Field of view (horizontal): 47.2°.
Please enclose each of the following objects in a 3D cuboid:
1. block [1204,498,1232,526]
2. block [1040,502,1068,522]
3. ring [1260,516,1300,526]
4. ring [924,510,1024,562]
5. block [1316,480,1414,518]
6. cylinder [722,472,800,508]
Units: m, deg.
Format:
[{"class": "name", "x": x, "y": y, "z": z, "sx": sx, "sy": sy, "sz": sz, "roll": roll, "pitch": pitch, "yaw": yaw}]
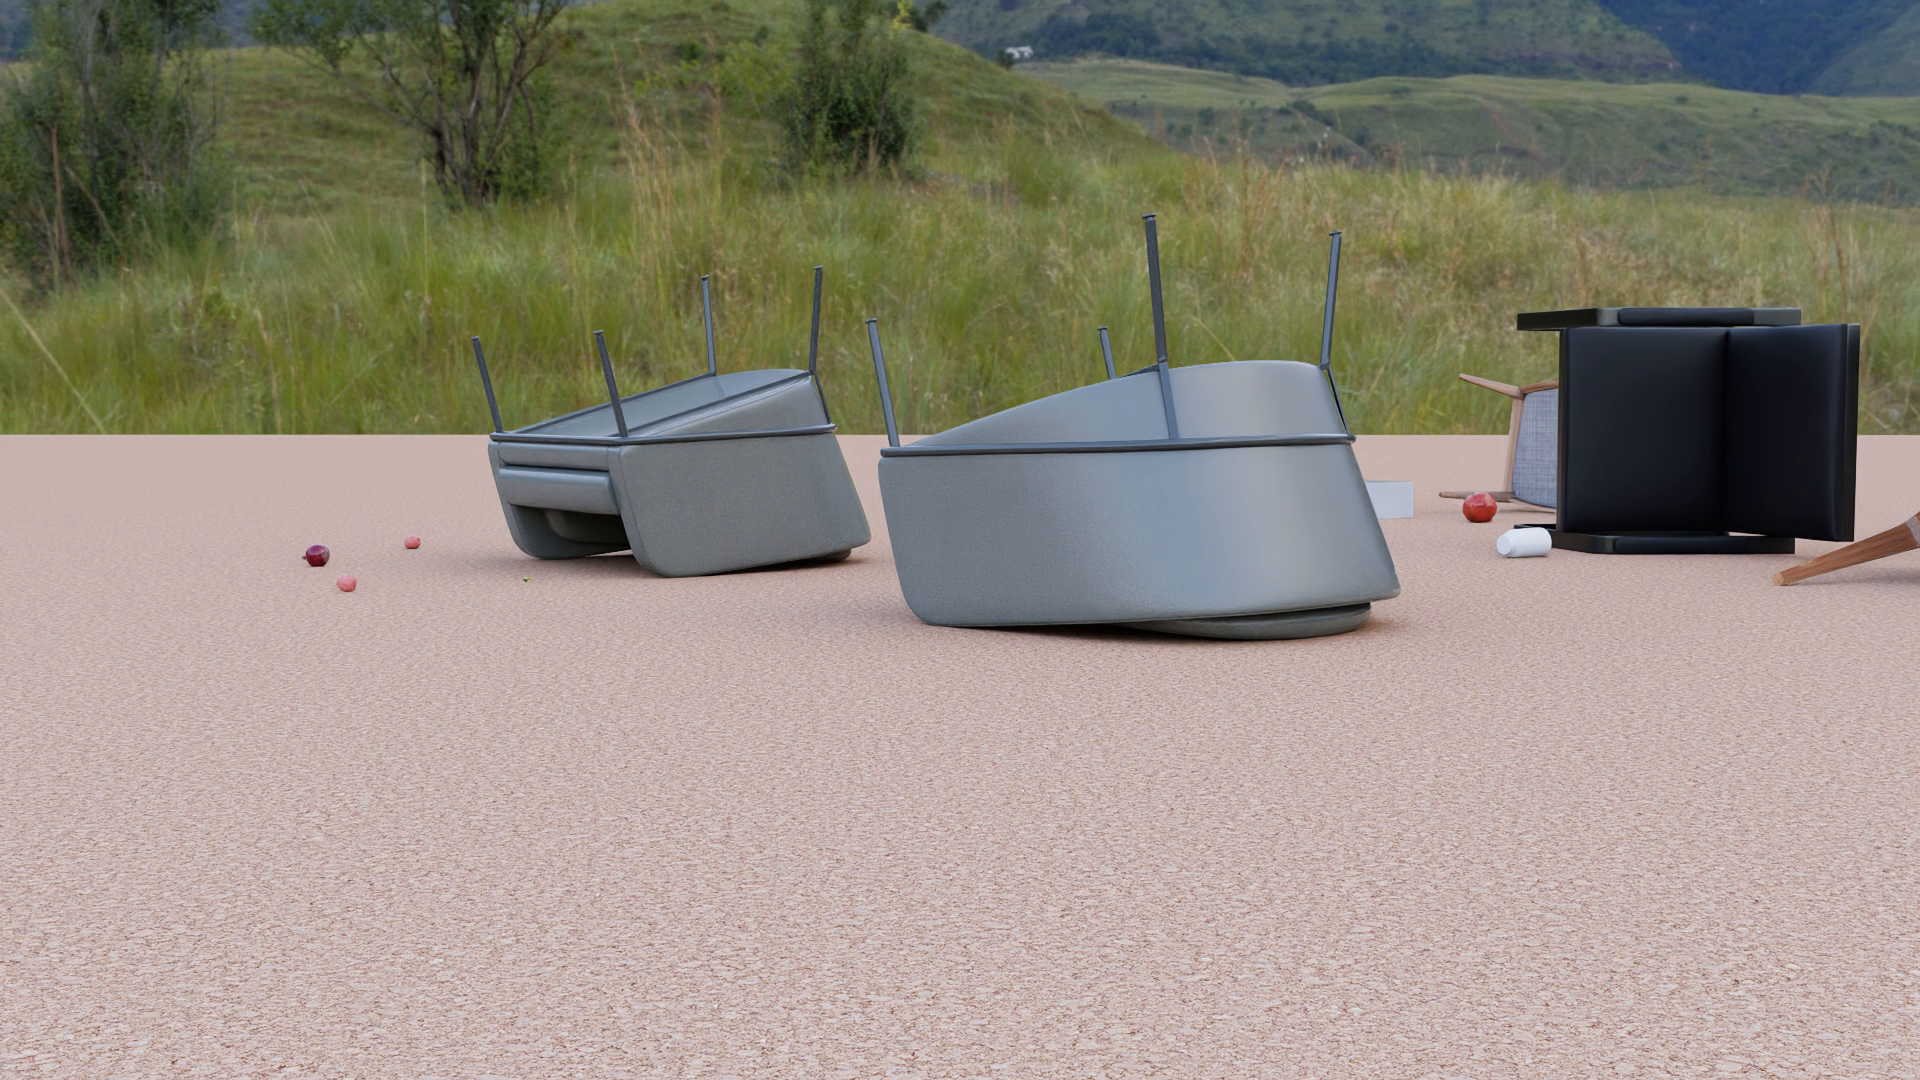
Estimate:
[{"class": "block", "x": 0.860, "y": -0.094, "z": 7.322, "sx": 0.055, "sy": 0.081, "sz": 0.125, "roll": 2, "pitch": 4, "yaw": 24}, {"class": "block", "x": 0.322, "y": -0.097, "z": 7.535, "sx": 0.075, "sy": 0.058, "sz": 0.079, "roll": -2, "pitch": 4, "yaw": -23}, {"class": "ring", "x": 1.057, "y": -0.064, "z": 7.274, "sx": 0.120, "sy": 0.028, "sz": 0.149, "roll": -3, "pitch": 4, "yaw": -26}, {"class": "ring", "x": 0.036, "y": -0.009, "z": 5.658, "sx": 0.281, "sy": 0.097, "sz": 0.186, "roll": 2, "pitch": -22, "yaw": -28}, {"class": "block", "x": 1.432, "y": -0.147, "z": 7.778, "sx": 0.187, "sy": 0.123, "sz": 0.286, "roll": -3, "pitch": 5, "yaw": -35}, {"class": "cylinder", "x": -0.765, "y": -0.194, "z": 8.428, "sx": 0.295, "sy": 0.129, "sz": 0.300, "roll": 3, "pitch": 5, "yaw": 38}]
